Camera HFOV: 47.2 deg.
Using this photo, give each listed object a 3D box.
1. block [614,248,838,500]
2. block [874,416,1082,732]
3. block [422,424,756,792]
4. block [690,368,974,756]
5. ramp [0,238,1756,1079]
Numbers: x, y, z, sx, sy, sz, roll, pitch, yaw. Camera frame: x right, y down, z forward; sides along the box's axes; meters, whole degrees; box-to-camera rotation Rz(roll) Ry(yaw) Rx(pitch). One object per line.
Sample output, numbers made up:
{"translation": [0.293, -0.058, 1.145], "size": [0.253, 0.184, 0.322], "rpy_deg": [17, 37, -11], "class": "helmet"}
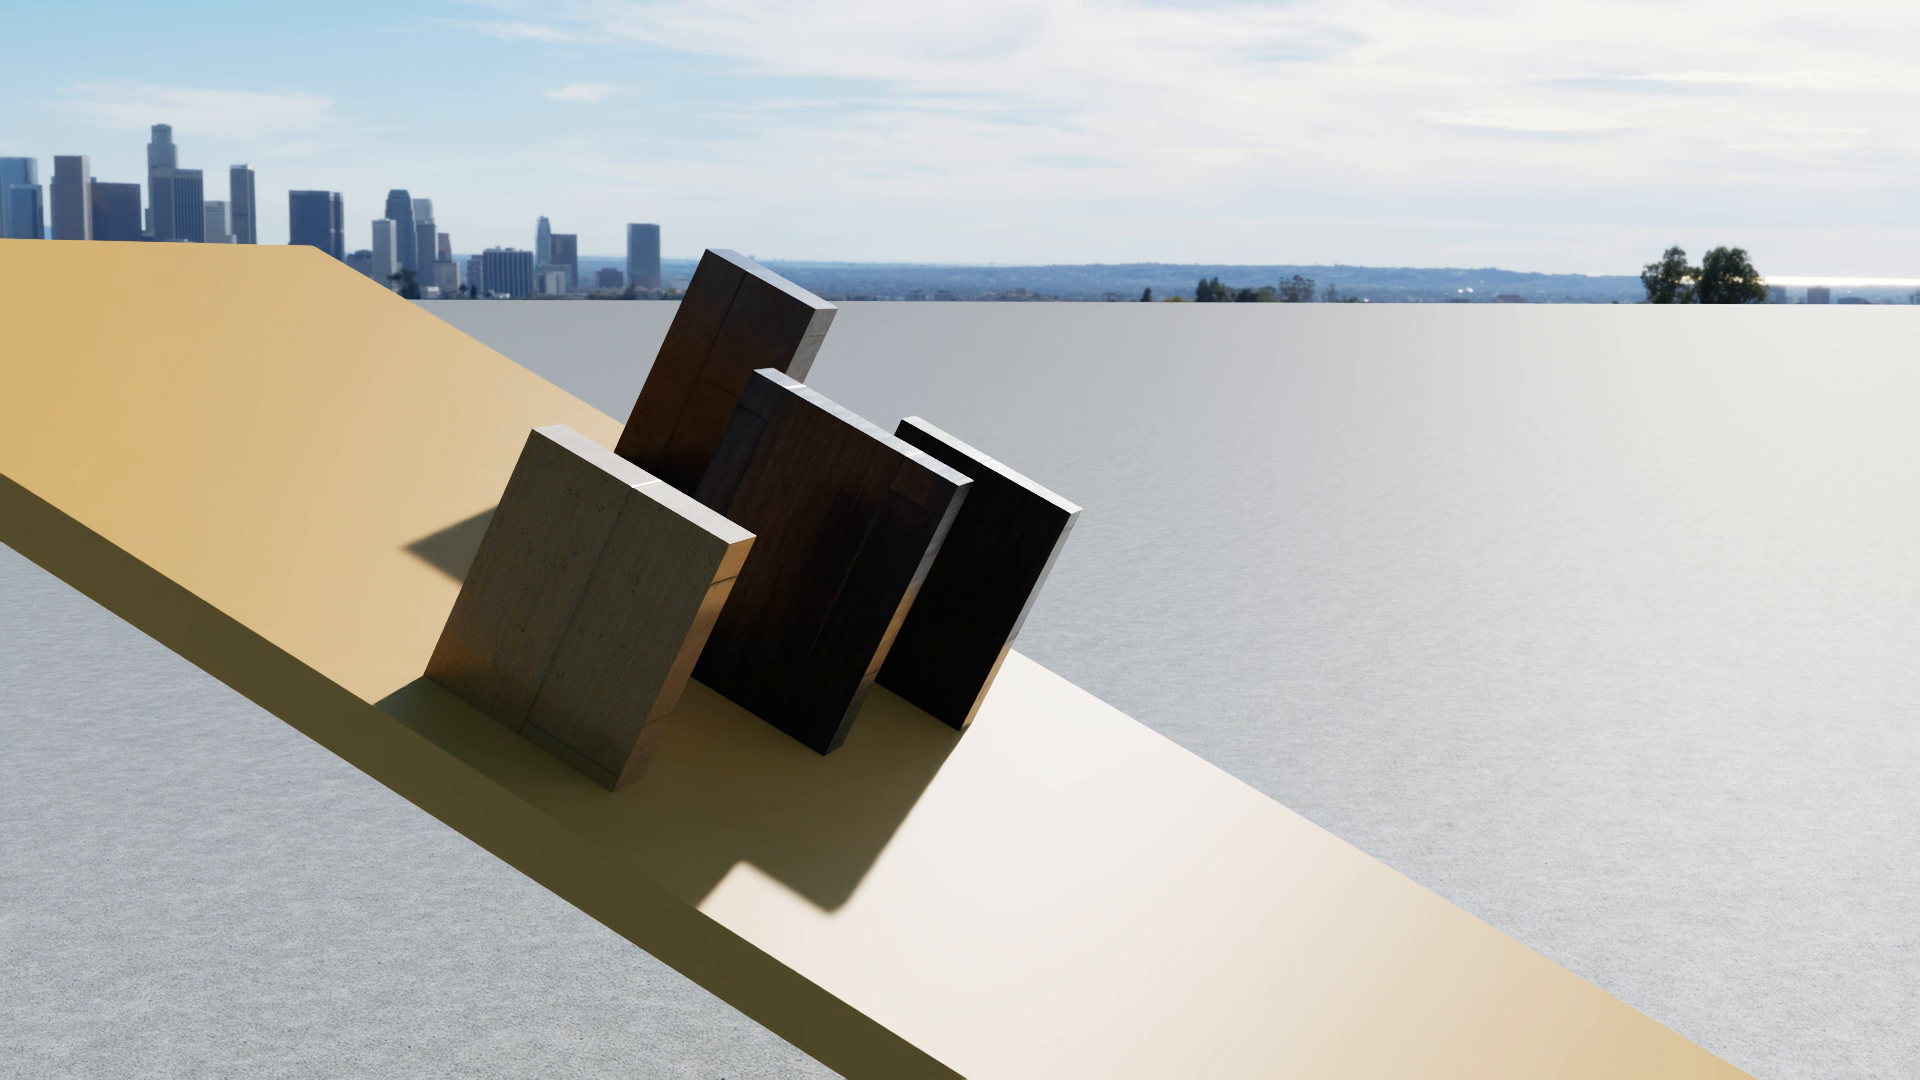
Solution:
{"translation": [-0.535, -0.358, 4.998], "size": [0.293, 0.528, 0.145], "rpy_deg": [30, 14, 12], "class": "block"}
{"translation": [-0.045, 0.066, 4.409], "size": [0.389, 0.500, 0.089], "rpy_deg": [30, 14, 12], "class": "block"}
{"translation": [-0.579, 0.103, 3.421], "size": [0.364, 0.442, 0.104], "rpy_deg": [30, 14, 12], "class": "block"}
{"translation": [-0.291, 0.038, 3.951], "size": [0.427, 0.554, 0.092], "rpy_deg": [30, 14, 12], "class": "block"}
{"translation": [-0.232, 0.388, 4.153], "size": [4.000, 0.100, 2.000], "rpy_deg": [30, 14, 12], "class": "ramp"}
